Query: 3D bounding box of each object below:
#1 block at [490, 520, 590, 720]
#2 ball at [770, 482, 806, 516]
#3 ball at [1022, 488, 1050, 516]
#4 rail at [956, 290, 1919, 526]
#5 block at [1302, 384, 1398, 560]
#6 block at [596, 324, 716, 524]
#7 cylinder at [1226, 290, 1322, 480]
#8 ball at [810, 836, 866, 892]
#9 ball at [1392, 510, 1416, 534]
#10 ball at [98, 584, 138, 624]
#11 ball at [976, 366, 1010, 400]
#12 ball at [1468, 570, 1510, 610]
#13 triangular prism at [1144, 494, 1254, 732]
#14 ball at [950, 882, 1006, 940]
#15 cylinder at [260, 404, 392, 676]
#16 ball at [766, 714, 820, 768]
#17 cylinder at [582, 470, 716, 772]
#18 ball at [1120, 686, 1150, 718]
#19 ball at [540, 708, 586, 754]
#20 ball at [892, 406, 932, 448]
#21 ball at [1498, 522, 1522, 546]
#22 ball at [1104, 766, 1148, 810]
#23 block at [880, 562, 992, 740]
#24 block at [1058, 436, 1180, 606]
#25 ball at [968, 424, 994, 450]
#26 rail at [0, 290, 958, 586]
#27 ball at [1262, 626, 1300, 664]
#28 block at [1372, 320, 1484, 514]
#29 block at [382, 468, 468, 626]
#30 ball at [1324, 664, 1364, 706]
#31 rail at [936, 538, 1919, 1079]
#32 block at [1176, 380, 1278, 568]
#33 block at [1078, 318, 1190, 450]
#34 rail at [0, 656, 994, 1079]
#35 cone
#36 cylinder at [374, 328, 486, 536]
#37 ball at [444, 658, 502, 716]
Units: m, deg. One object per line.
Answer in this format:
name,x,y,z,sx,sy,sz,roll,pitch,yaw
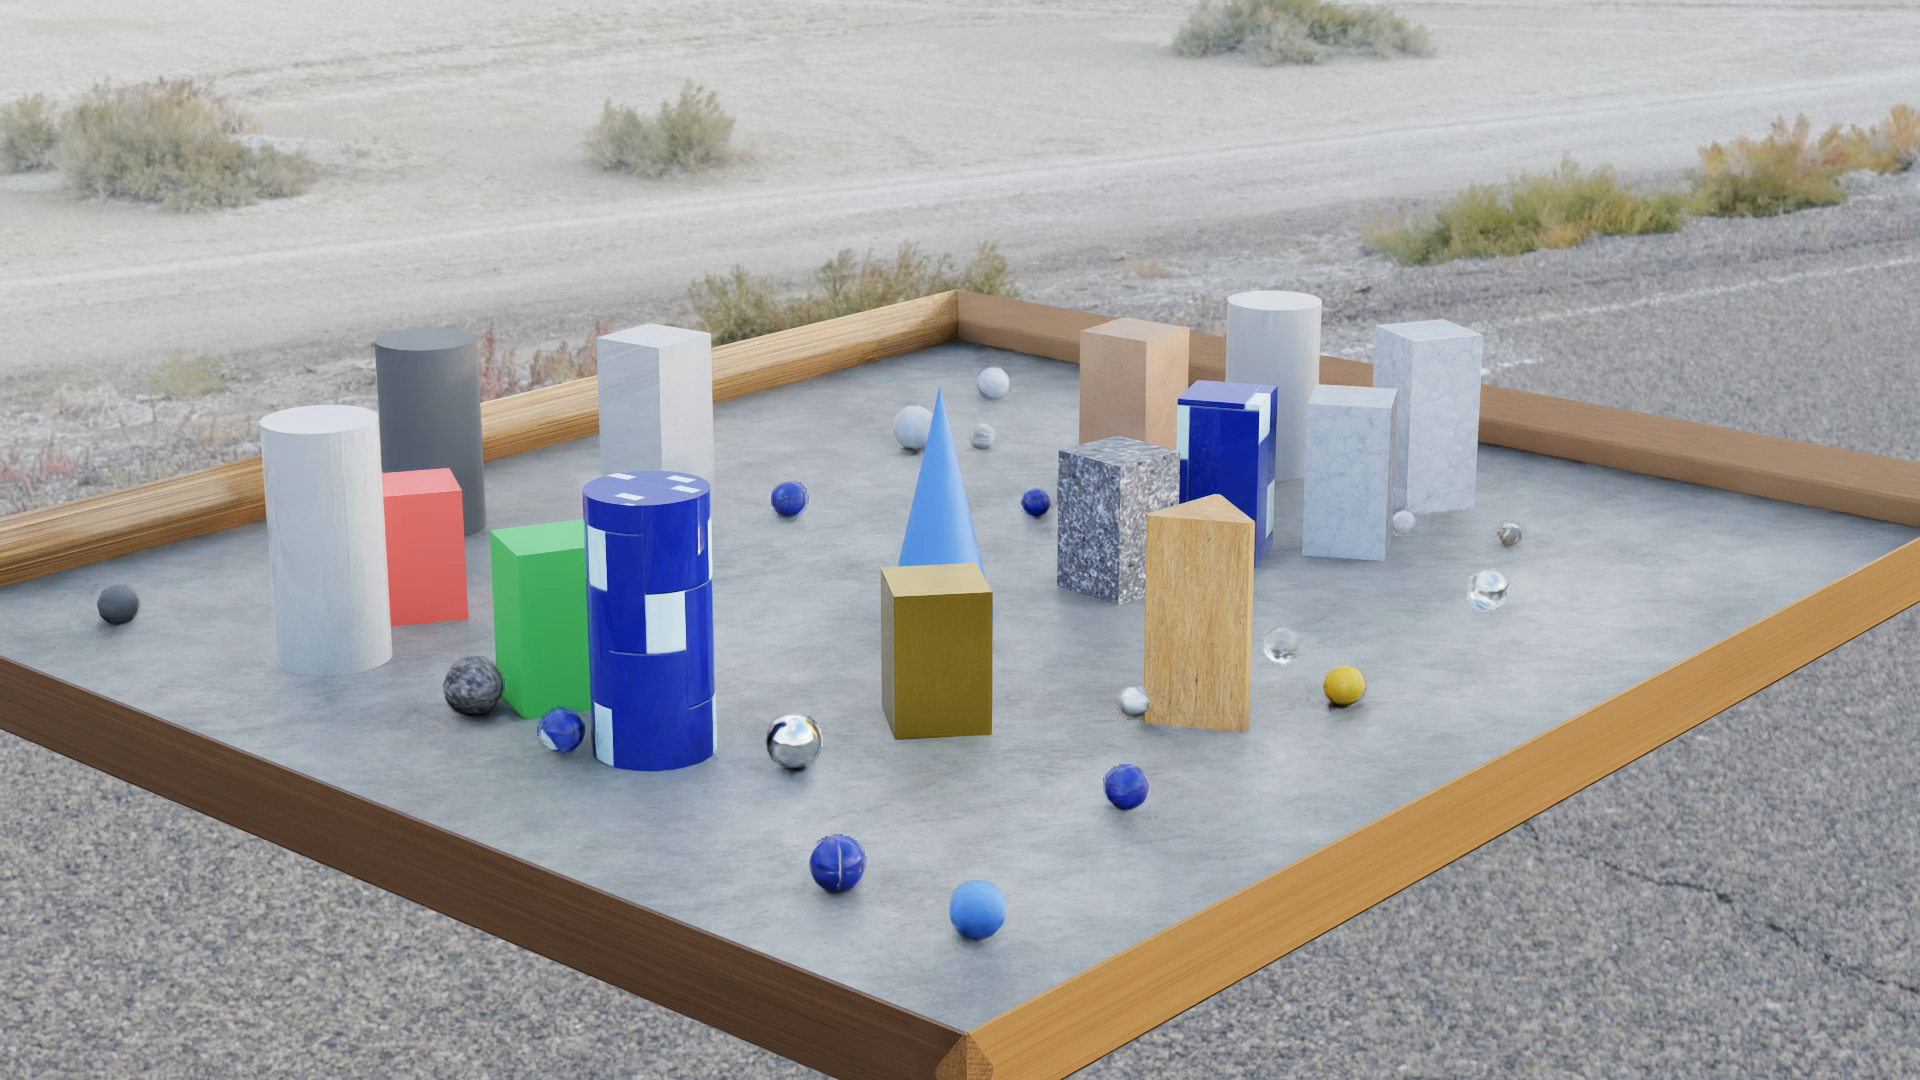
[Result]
block,-0.634,0.122,4.574,0.149,0.264,0.149,-8,18,-24
ball,-0.326,-0.078,5.577,0.067,0.067,0.067,0,17,0
ball,0.145,-0.072,5.576,0.055,0.055,0.055,0,17,0
rail,0.956,-0.288,6.175,2.594,0.121,0.045,14,22,39
block,0.712,-0.125,5.354,0.149,0.285,0.149,4,17,12
block,-0.565,-0.201,5.464,0.149,0.368,0.149,11,20,33
cylinder,0.624,-0.310,5.861,0.187,0.346,0.187,0,17,0
ball,-0.162,0.430,3.885,0.074,0.074,0.074,0,17,0
ball,0.824,-0.032,5.445,0.045,0.045,0.045,0,17,0
ball,-1.423,0.110,4.956,0.067,0.067,0.067,0,17,0
ball,0.072,-0.345,6.450,0.072,0.072,0.072,0,17,0
ball,0.908,0.086,5.031,0.069,0.069,0.069,0,17,0
triangular prism,0.378,0.107,4.507,0.162,0.332,0.140,5,17,15
ball,0.023,0.473,3.745,0.073,0.073,0.073,0,17,0
cylinder,-1.024,-0.001,4.744,0.187,0.401,0.187,0,17,0
ball,-0.245,0.296,4.316,0.081,0.081,0.081,0,17,0
cylinder,-0.458,0.118,4.340,0.187,0.407,0.187,0,17,0
ball,0.267,0.247,4.477,0.046,0.046,0.046,0,17,0
ball,-0.590,0.283,4.355,0.067,0.067,0.067,0,17,0
ball,-0.094,-0.233,6.050,0.090,0.090,0.090,0,17,0
ball,1.012,-0.011,5.398,0.043,0.043,0.043,0,17,0
ball,0.236,0.352,4.163,0.063,0.063,0.063,0,17,0
block,-0.037,0.169,4.483,0.149,0.228,0.149,-3,17,-9
block,0.277,-0.037,5.127,0.149,0.248,0.149,-15,23,-41
ball,0.045,-0.214,6.048,0.054,0.054,0.054,0,17,0
rail,-0.961,-0.211,5.920,0.045,0.121,2.965,14,22,39
ball,0.522,0.171,4.764,0.061,0.061,0.061,0,17,0
block,0.893,-0.237,5.633,0.149,0.339,0.149,-6,18,-20
block,-0.930,0.012,5.003,0.149,0.227,0.149,-5,18,-17
ball,0.599,0.227,4.575,0.064,0.064,0.064,0,17,0
rail,0.961,0.272,4.322,0.045,0.121,2.965,14,22,39
block,0.482,-0.121,5.313,0.149,0.302,0.149,5,18,17
block,0.332,-0.235,5.614,0.149,0.346,0.149,12,21,35
rail,-0.956,0.349,4.067,2.594,0.121,0.045,14,22,39
cone,-0.033,-0.062,4.934,0.187,0.407,0.187,0,17,0
cylinder,-0.986,-0.198,5.466,0.187,0.361,0.187,0,17,0
ball,-0.752,0.227,4.528,0.091,0.091,0.091,0,17,0
